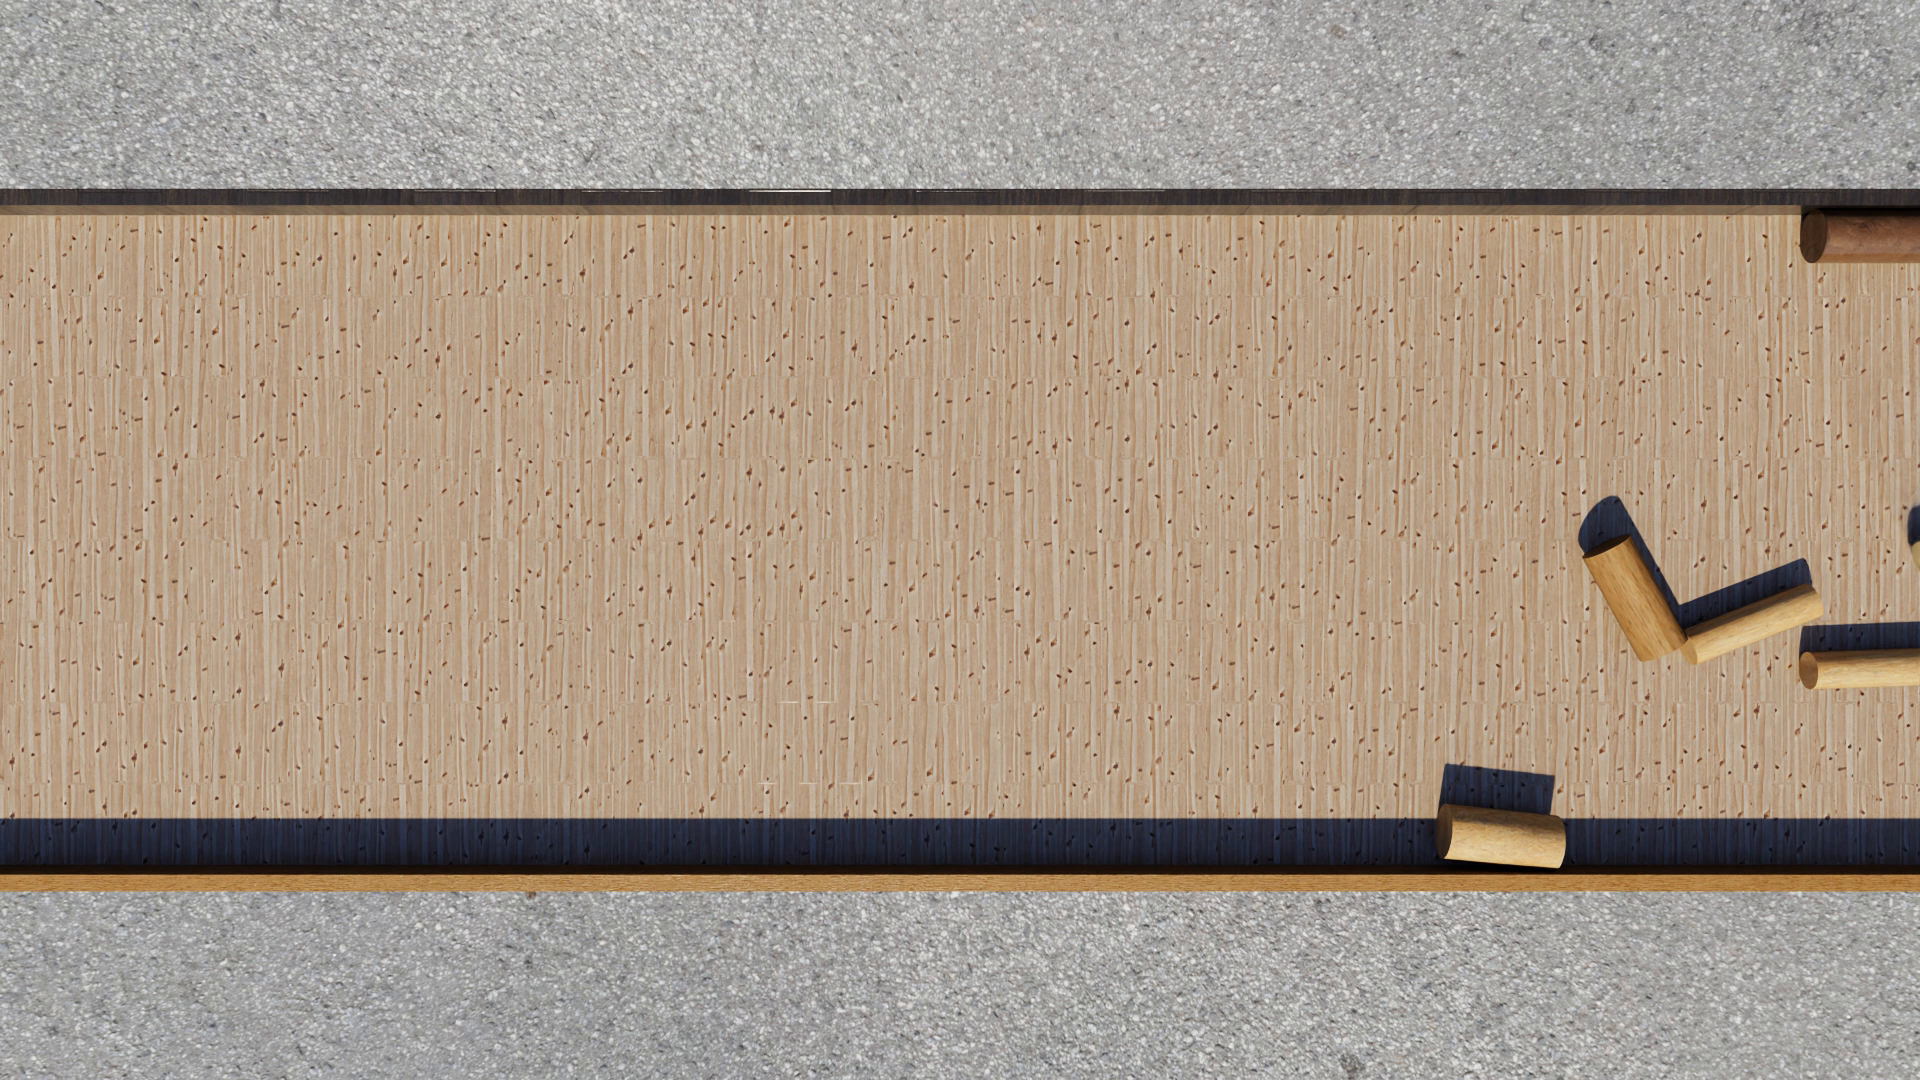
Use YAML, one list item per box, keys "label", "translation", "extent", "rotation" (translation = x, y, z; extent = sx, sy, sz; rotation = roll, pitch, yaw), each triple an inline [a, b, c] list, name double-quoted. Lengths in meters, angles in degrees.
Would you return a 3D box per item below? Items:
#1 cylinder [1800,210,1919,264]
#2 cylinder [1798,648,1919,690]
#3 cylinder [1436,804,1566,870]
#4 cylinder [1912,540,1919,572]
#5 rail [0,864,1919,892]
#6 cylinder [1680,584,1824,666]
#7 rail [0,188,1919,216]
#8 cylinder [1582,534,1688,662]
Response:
- label: "cylinder"
  translation: [2.779, -0.919, 4.996]
  extent: [0.388, 0.161, 0.161]
  rotation: [0, 90, 0]
- label: "cylinder"
  translation: [2.790, 0.389, 5.019]
  extent: [0.416, 0.114, 0.114]
  rotation: [-2, 90, 0]
- label: "cylinder"
  translation: [1.634, 0.899, 4.994]
  extent: [0.339, 0.166, 0.166]
  rotation: [6, 90, 0]
- label: "cylinder"
  translation: [3.100, 0.000, 4.999]
  extent: [0.354, 0.155, 0.155]
  rotation: [-25, 90, 0]
- label: "rail"
  translation: [-2.247, 1.025, 5.001]
  extent: [12.000, 0.150, 0.050]
  rotation: [0, 90, 0]
- label: "cylinder"
  translation: [2.403, 0.256, 5.020]
  extent: [0.407, 0.113, 0.113]
  rotation: [-21, 90, 0]
- label: "rail"
  translation: [-2.247, -1.025, 5.002]
  extent: [12.000, 0.150, 0.050]
  rotation: [0, 90, 0]
- label: "cylinder"
  translation: [2.045, 0.175, 5.000]
  extent: [0.154, 0.154, 0.357]
  rotation: [-29, 90, 0]
